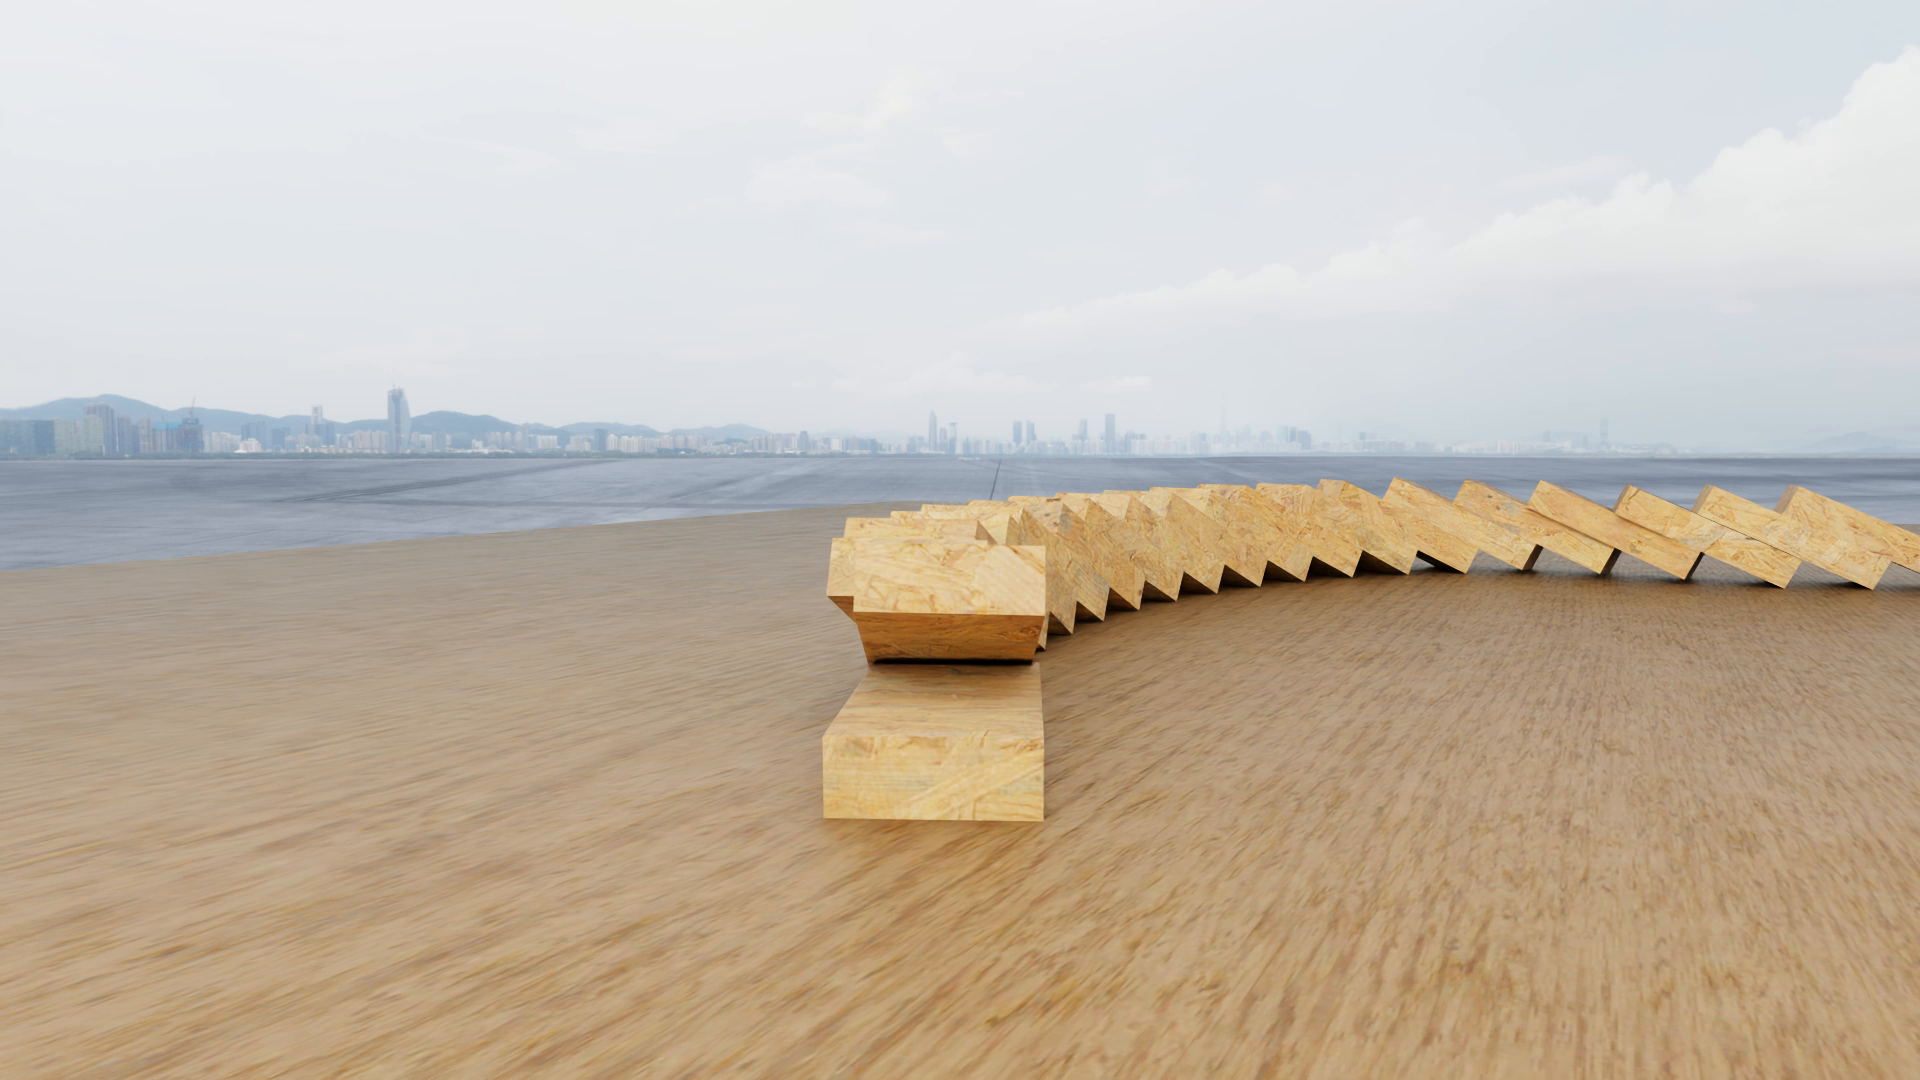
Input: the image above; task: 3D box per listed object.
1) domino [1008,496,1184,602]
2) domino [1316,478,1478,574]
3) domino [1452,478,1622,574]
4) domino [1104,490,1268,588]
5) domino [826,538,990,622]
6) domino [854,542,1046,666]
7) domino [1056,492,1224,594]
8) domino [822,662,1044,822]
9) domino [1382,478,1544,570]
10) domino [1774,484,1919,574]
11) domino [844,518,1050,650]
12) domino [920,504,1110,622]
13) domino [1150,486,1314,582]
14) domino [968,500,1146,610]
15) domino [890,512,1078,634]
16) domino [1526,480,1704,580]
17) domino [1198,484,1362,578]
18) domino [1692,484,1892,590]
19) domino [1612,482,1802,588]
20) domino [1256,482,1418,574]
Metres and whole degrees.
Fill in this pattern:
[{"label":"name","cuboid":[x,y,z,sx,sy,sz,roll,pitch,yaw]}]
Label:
[{"label":"domino","cuboid":[0.036,0.003,0.338,0.025,0.009,0.050,4,-19,40]},{"label":"domino","cuboid":[0.145,-0.005,0.432,0.050,0.010,0.025,26,3,-4]},{"label":"domino","cuboid":[0.192,-0.005,0.426,0.050,0.010,0.025,31,17,30]},{"label":"domino","cuboid":[0.065,0.000,0.375,0.050,0.010,0.025,28,-16,-40]},{"label":"domino","cuboid":[-0.004,0.012,0.223,0.025,0.009,0.050,1,-18,11]},{"label":"domino","cuboid":[-0.001,0.013,0.192,0.025,0.009,0.050,1,-18,0]},{"label":"domino","cuboid":[0.050,0.001,0.357,0.025,0.009,0.050,4,-19,43]},{"label":"domino","cuboid":[-0.002,0.025,0.170,0.025,0.009,0.050,0,4,3]},{"label":"domino","cuboid":[0.172,-0.006,0.438,0.050,0.009,0.025,31,15,27]},{"label":"domino","cuboid":[0.274,-0.001,0.384,0.050,0.009,0.025,29,16,22]},{"label":"domino","cuboid":[-0.001,0.009,0.248,0.025,0.009,0.050,1,-20,20]},{"label":"domino","cuboid":[0.013,0.006,0.295,0.025,0.009,0.050,3,-19,31]},{"label":"domino","cuboid":[0.082,-0.002,0.393,0.050,0.009,0.025,27,-12,-34]},{"label":"domino","cuboid":[0.024,0.004,0.316,0.025,0.009,0.050,3,-19,32]},{"label":"domino","cuboid":[0.006,0.008,0.271,0.025,0.009,0.050,2,-20,22]},{"label":"domino","cuboid":[0.210,-0.004,0.410,0.050,0.009,0.025,31,17,30]},{"label":"domino","cuboid":[0.101,-0.003,0.410,0.050,0.009,0.025,25,-7,-23]},{"label":"domino","cuboid":[0.253,-0.002,0.393,0.050,0.009,0.025,29,15,21]},{"label":"domino","cuboid":[0.229,-0.002,0.396,0.050,0.009,0.025,29,16,21]},{"label":"domino","cuboid":[0.122,-0.004,0.419,0.050,0.009,0.025,25,-6,-23]}]
